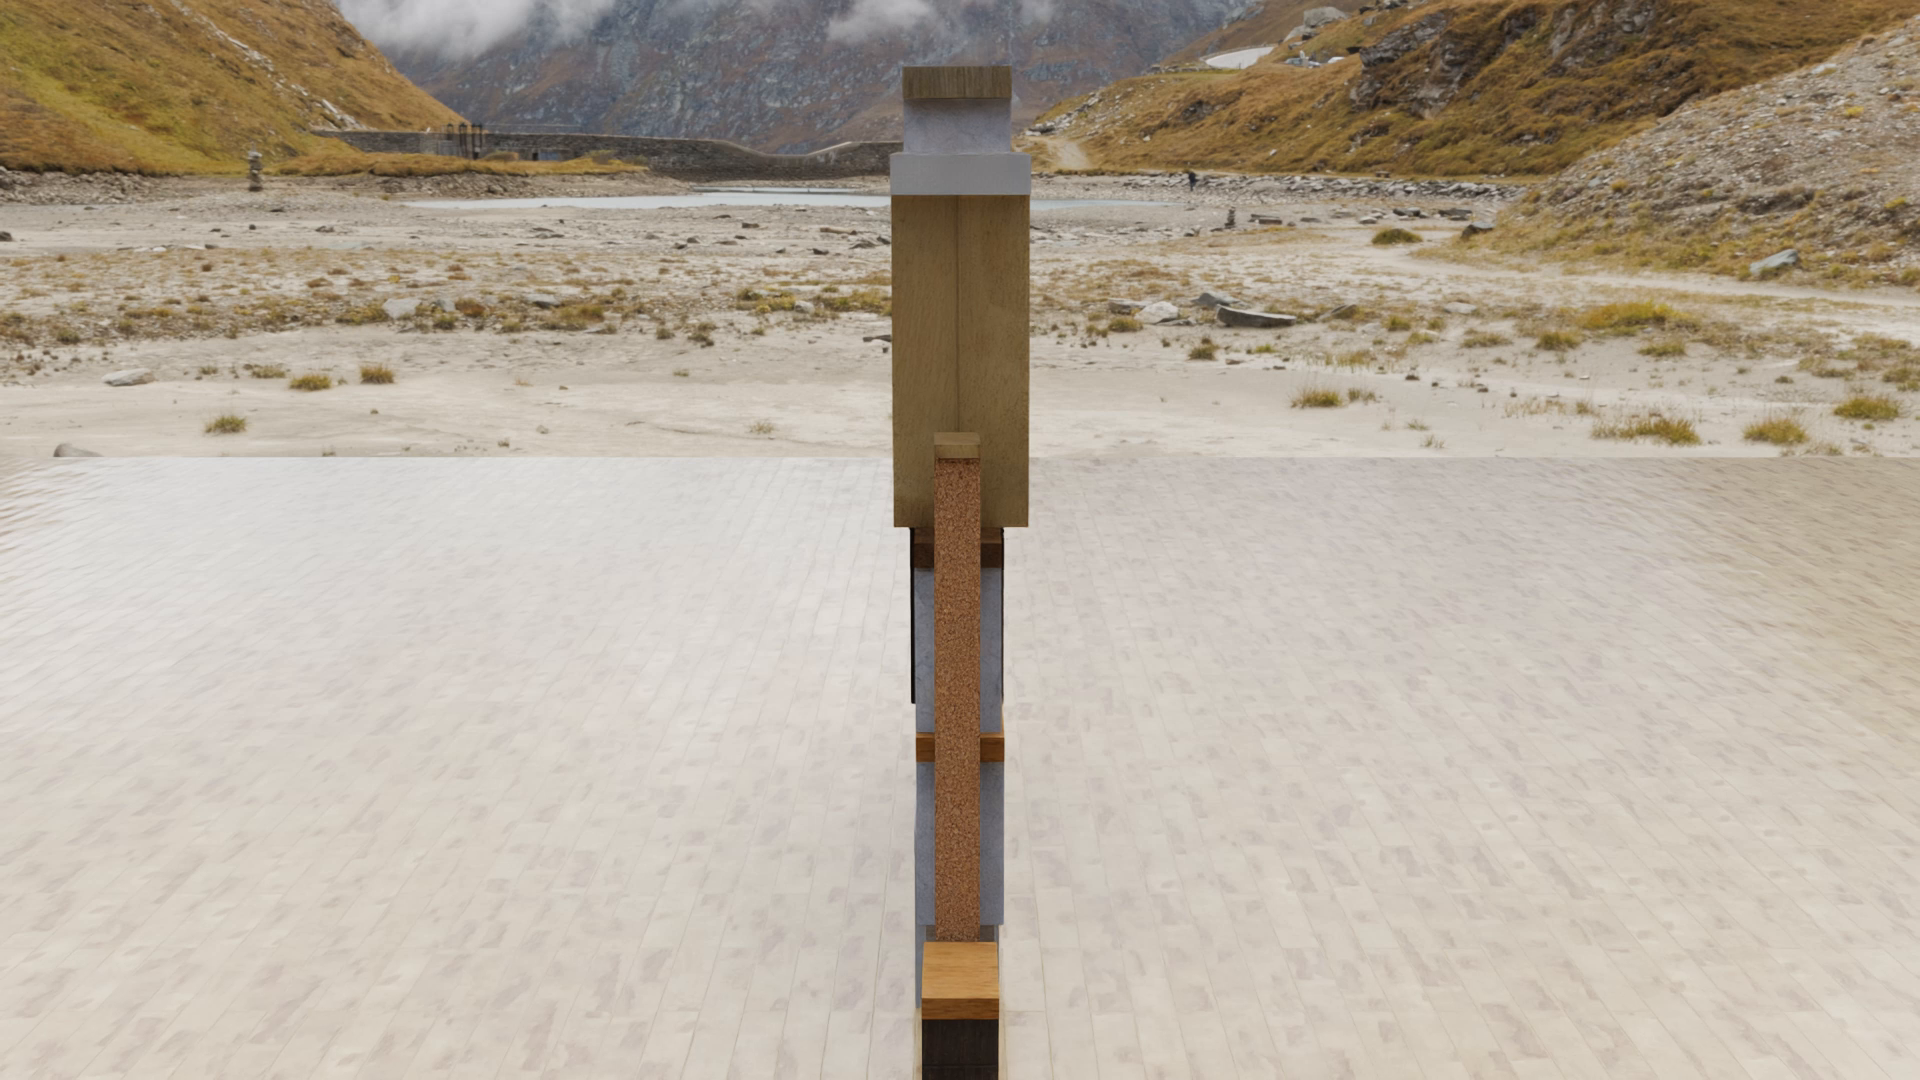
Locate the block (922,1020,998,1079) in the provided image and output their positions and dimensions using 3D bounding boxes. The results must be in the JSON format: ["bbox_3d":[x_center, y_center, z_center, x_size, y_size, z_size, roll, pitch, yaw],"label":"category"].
[{"bbox_3d":[0.000,0.670,2.722,0.094,0.189,0.027,0,11,0],"label":"block"}]

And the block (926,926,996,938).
[{"bbox_3d":[0.000,0.504,3.035,0.094,0.027,0.187,0,11,0],"label":"block"}]

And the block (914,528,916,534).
[{"bbox_3d":[-0.003,0.008,3.236,0.125,0.250,0.035,0,10,0],"label":"block"}]

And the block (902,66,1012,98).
[{"bbox_3d":[-0.004,-0.744,3.593,0.170,0.048,0.340,0,10,0],"label":"block"}]

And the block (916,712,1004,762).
[{"bbox_3d":[0.000,0.251,2.967,0.116,0.033,0.231,0,11,0],"label":"block"}]

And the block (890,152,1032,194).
[{"bbox_3d":[0.000,-0.498,2.976,0.180,0.051,0.359,0,11,0],"label":"block"}]

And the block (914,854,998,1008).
[{"bbox_3d":[-0.004,0.557,3.186,0.121,0.242,0.034,0,11,0],"label":"block"}]

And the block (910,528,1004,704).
[{"bbox_3d":[-0.005,0.097,3.758,0.160,0.365,0.045,0,10,0],"label":"block"}]

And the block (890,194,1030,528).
[{"bbox_3d":[0.001,-0.236,2.903,0.180,0.437,0.051,0,11,0],"label":"block"}]

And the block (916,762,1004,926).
[{"bbox_3d":[0.000,0.395,2.916,0.116,0.231,0.033,0,11,0],"label":"block"}]

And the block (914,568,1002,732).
[{"bbox_3d":[-0.003,0.139,2.868,0.112,0.224,0.032,0,10,0],"label":"block"}]

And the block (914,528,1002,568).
[{"bbox_3d":[-0.003,-0.001,2.919,0.112,0.032,0.224,0,11,0],"label":"block"}]

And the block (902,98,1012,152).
[{"bbox_3d":[-0.004,-0.407,3.538,0.170,0.594,0.048,0,10,0],"label":"block"}]

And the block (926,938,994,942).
[{"bbox_3d":[0.000,0.620,2.993,0.094,0.187,0.027,0,10,0],"label":"block"}]

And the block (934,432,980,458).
[{"bbox_3d":[-0.004,-0.121,2.799,0.058,0.016,0.116,0,11,-1],"label":"block"}]

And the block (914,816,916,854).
[{"bbox_3d":[-0.005,0.406,3.240,0.121,0.034,0.242,0,11,0],"label":"block"}]

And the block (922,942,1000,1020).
[{"bbox_3d":[0.000,0.552,2.764,0.094,0.027,0.189,0,11,0],"label":"block"}]

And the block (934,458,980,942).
[{"bbox_3d":[-0.003,0.312,2.841,0.058,0.850,0.016,0,11,0],"label":"block"}]
